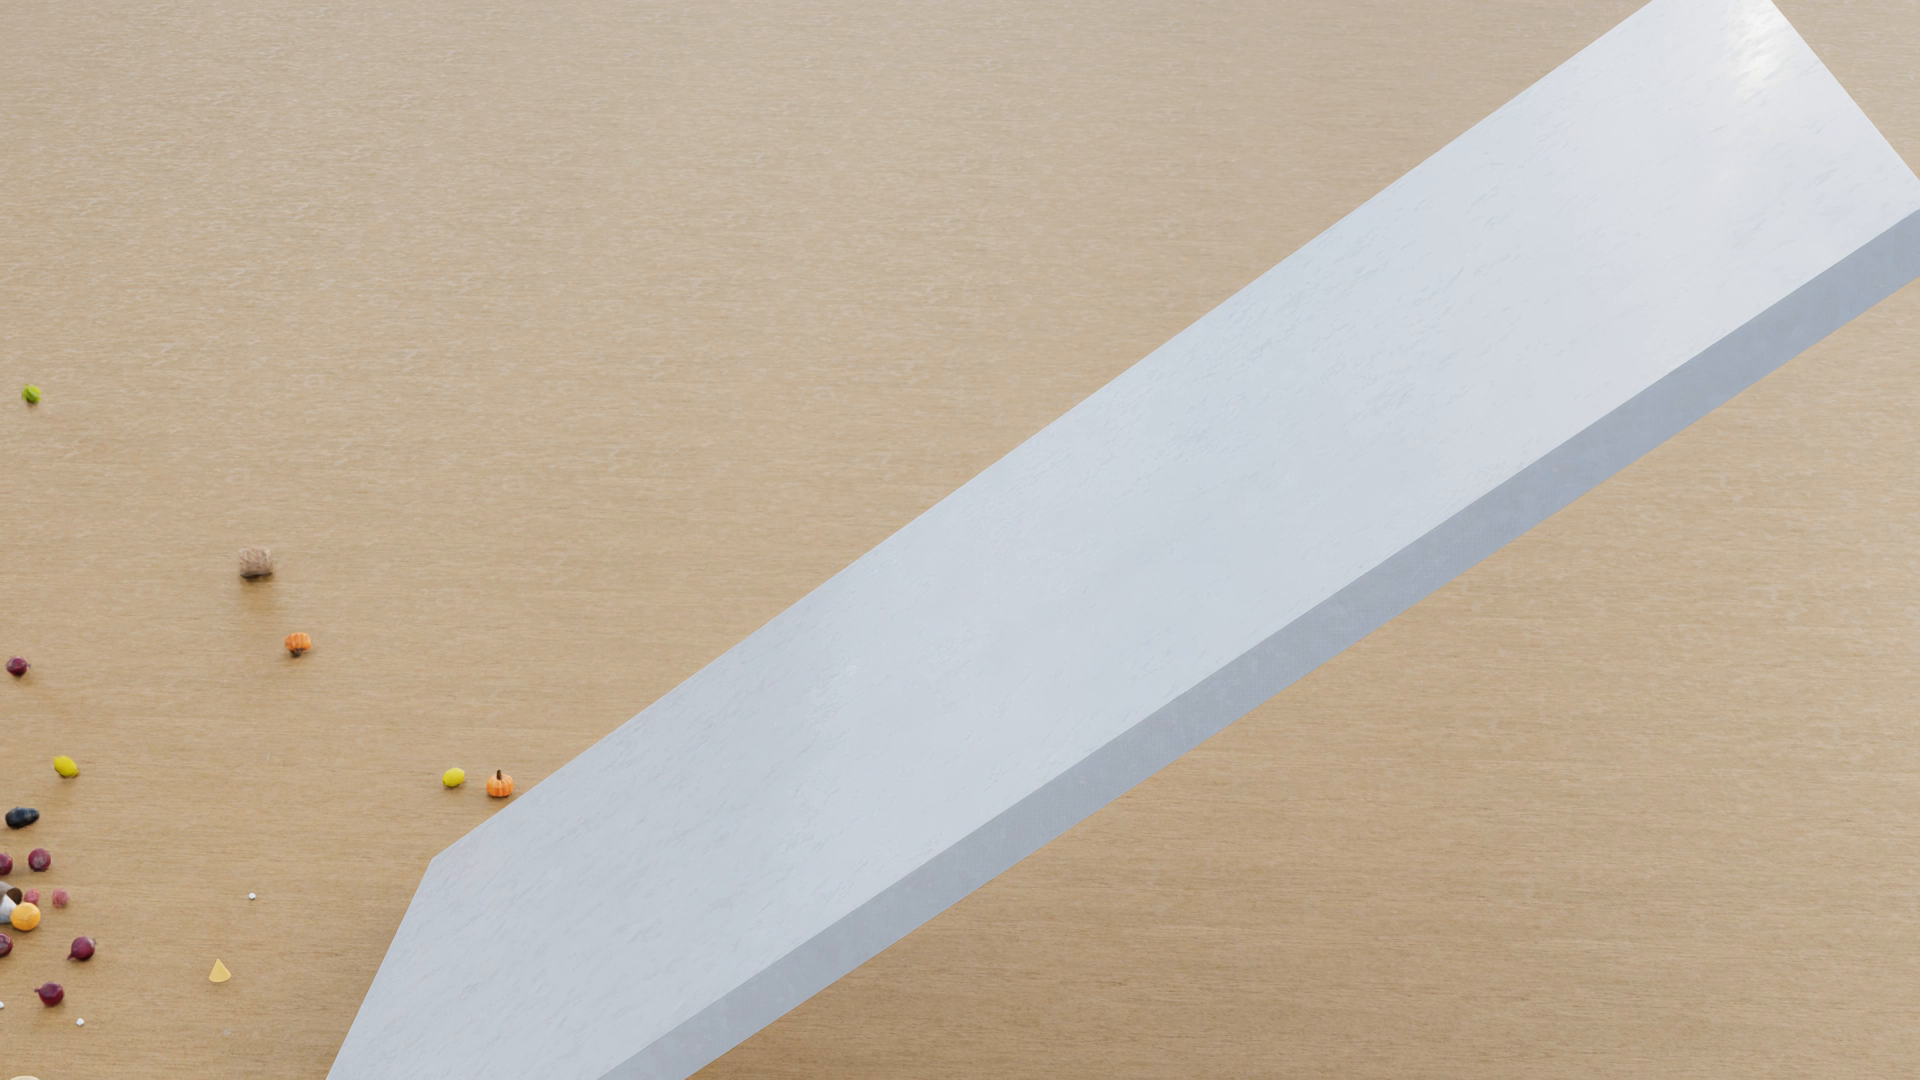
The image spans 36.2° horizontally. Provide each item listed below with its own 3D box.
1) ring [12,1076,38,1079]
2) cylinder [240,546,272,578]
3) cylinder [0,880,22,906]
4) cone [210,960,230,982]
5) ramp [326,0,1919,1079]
[{"bbox_3d":[-2.208,1.297,6.919,0.101,0.034,0.101,0,24,0],"label":"ring"},{"bbox_3d":[-2.328,0.071,9.723,0.095,0.095,0.095,-5,24,-12],"label":"cylinder"},{"bbox_3d":[-2.510,0.934,7.735,0.062,0.062,0.062,15,27,36],"label":"cylinder"},{"bbox_3d":[-1.867,1.076,7.411,0.054,0.054,0.054,0,23,0],"label":"cone"},{"bbox_3d":[0.126,0.181,6.329,4.000,0.100,2.000,-35,16,17],"label":"ramp"}]
